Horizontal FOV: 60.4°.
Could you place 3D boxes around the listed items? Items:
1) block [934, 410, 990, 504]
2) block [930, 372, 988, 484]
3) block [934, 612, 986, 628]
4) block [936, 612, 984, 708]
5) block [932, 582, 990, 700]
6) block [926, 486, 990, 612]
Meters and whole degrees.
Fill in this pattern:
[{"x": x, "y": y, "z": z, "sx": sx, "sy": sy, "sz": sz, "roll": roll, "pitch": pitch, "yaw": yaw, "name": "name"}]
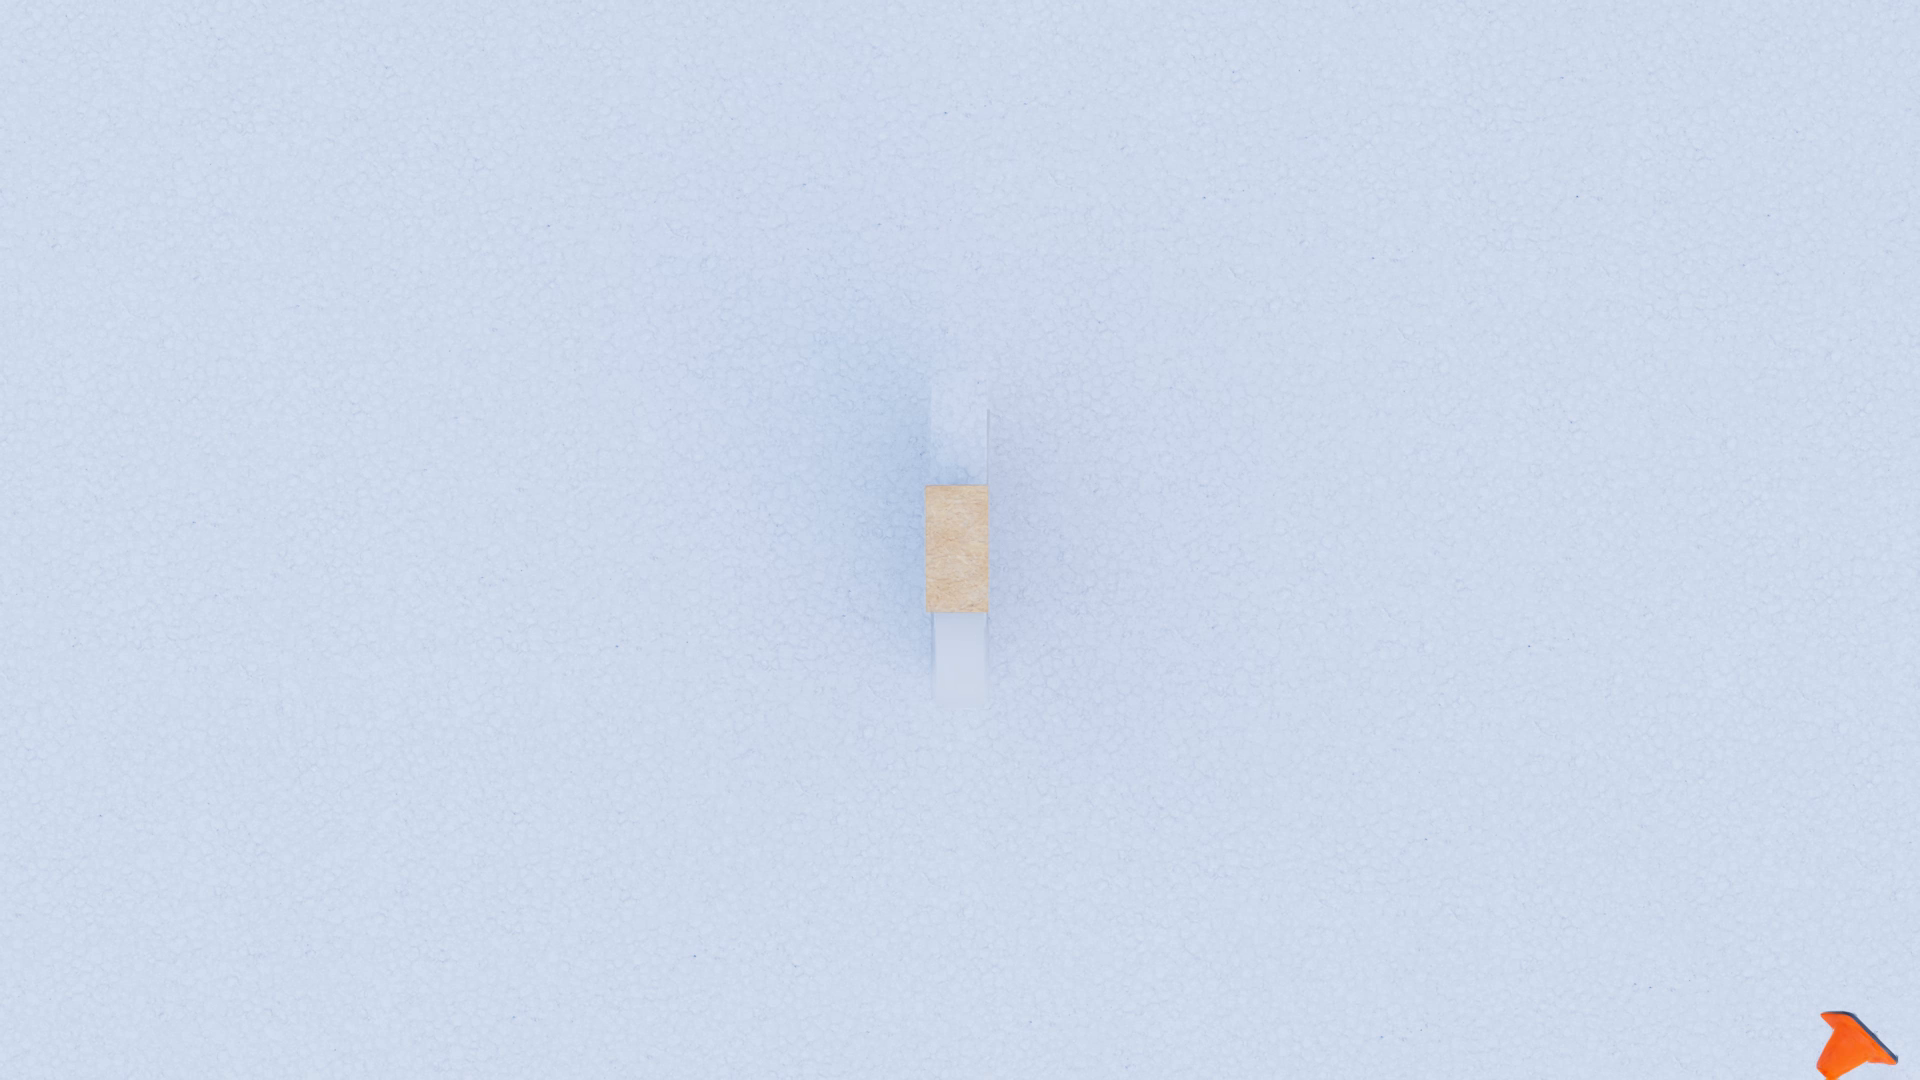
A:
[{"x": 0.004, "y": -0.221, "z": 4.869, "sx": 0.163, "sy": 0.046, "sz": 0.326, "roll": 0, "pitch": 90, "yaw": 0, "name": "block"}, {"x": -0.003, "y": -0.306, "z": 4.520, "sx": 0.152, "sy": 0.043, "sz": 0.304, "roll": 1, "pitch": 90, "yaw": 0, "name": "block"}, {"x": 0.000, "y": 0.100, "z": 4.768, "sx": 0.151, "sy": 0.043, "sz": 0.301, "roll": 0, "pitch": 90, "yaw": 0, "name": "block"}, {"x": 0.000, "y": 0.326, "z": 4.471, "sx": 0.129, "sy": 0.036, "sz": 0.257, "roll": -1, "pitch": 90, "yaw": 0, "name": "block"}, {"x": 0.001, "y": 0.312, "z": 5.116, "sx": 0.179, "sy": 0.051, "sz": 0.358, "roll": 0, "pitch": 90, "yaw": 0, "name": "block"}, {"x": -0.008, "y": 0.024, "z": 4.386, "sx": 0.168, "sy": 0.048, "sz": 0.337, "roll": 0, "pitch": 90, "yaw": 0, "name": "block"}]
